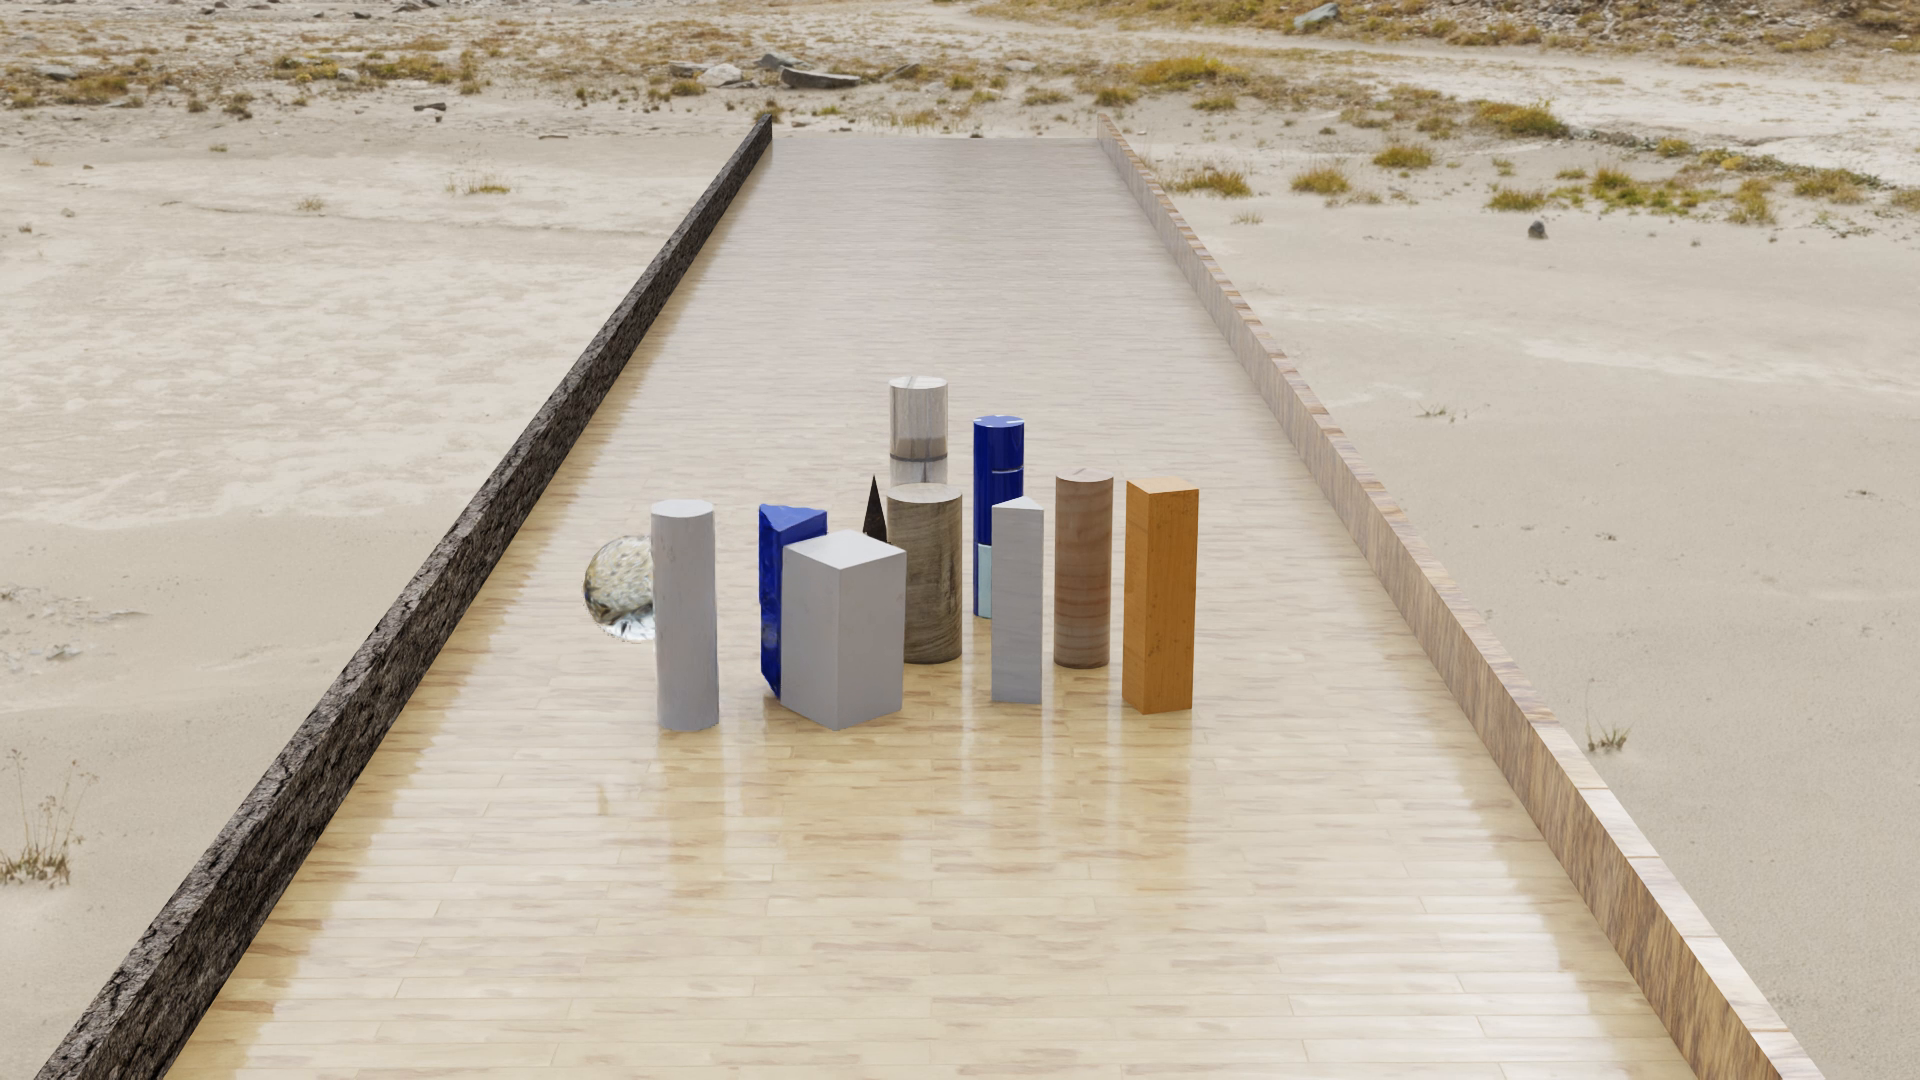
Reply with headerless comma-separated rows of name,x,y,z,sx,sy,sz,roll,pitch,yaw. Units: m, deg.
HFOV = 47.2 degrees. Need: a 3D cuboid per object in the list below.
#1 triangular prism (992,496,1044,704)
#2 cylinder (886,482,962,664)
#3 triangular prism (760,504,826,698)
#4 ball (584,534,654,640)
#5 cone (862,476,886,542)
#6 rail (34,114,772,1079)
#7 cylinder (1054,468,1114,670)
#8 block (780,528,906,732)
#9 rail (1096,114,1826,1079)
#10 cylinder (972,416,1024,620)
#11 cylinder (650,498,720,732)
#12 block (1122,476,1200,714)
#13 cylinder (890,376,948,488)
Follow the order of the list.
triangular prism,0.116,0.113,4.173,0.097,0.384,0.084,4,17,12
cylinder,-0.071,0.067,4.415,0.151,0.335,0.151,0,17,0
triangular prism,-0.339,0.110,4.183,0.111,0.352,0.129,20,30,35
ball,-0.611,0.090,4.161,0.201,0.201,0.201,0,17,0
cone,-0.181,0.006,4.660,0.127,0.311,0.127,0,17,0
rail,-1.118,-0.838,7.780,0.050,0.150,12.000,0,17,-1
cylinder,0.244,0.056,4.363,0.114,0.385,0.114,0,17,0
block,-0.219,0.166,4.099,0.162,0.317,0.162,-15,25,-41
rail,0.932,-0.844,7.801,0.050,0.150,12.000,0,17,-1
cylinder,0.081,-0.047,4.651,0.107,0.419,0.107,0,17,0
cylinder,-0.504,0.138,4.033,0.114,0.413,0.114,0,18,0
block,0.374,0.104,4.123,0.101,0.431,0.101,-6,18,-19
cylinder,-0.091,-0.125,4.849,0.128,0.455,0.128,0,17,0
